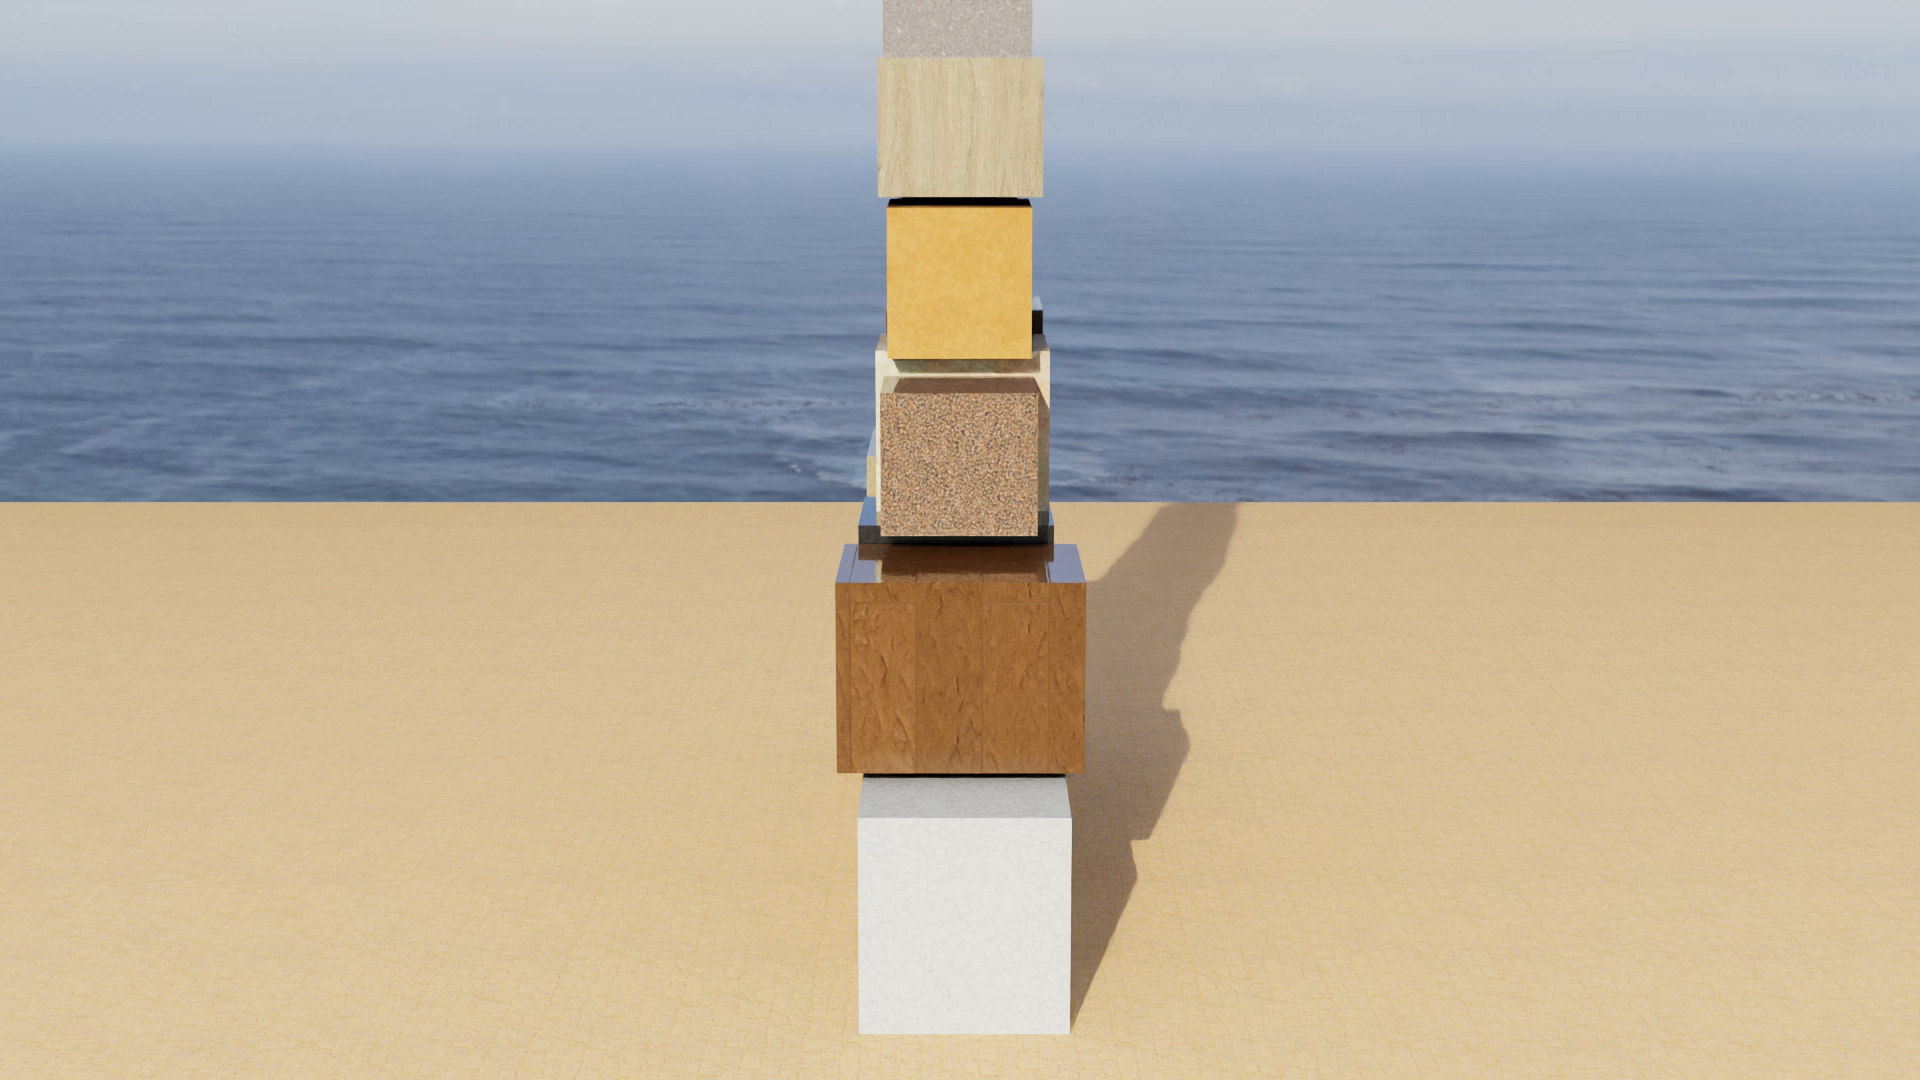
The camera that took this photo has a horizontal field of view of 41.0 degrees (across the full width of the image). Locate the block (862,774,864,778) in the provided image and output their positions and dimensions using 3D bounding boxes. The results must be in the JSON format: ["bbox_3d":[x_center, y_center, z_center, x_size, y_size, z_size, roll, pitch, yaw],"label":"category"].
[{"bbox_3d":[0.000,1.002,11.396,0.836,0.952,0.794,0,10,0],"label":"block"}]

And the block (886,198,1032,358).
[{"bbox_3d":[-0.002,-1.098,10.660,0.586,0.610,0.575,0,12,0],"label":"block"}]

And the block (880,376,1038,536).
[{"bbox_3d":[-0.004,-0.348,10.427,0.622,0.572,0.583,0,10,0],"label":"block"}]

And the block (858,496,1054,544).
[{"bbox_3d":[-0.015,0.241,10.852,0.797,0.741,0.715,0,10,0],"label":"block"}]

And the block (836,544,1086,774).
[{"bbox_3d":[0.003,0.452,10.106,0.944,0.740,0.811,0,10,0],"label":"block"}]

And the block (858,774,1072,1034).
[{"bbox_3d":[0.017,1.356,9.791,0.781,0.828,0.736,0,10,0],"label":"block"}]

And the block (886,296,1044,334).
[{"bbox_3d":[0.020,-0.733,11.709,0.695,0.704,0.623,0,11,0],"label":"block"}]

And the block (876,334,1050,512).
[{"bbox_3d":[0.011,-0.517,11.065,0.724,0.674,0.714,0,10,0],"label":"block"}]

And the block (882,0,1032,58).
[{"bbox_3d":[-0.010,-2.300,10.499,0.600,0.642,0.548,0,10,0],"label":"block"}]

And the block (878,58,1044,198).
[{"bbox_3d":[0.002,-1.710,10.603,0.667,0.554,0.579,0,10,0],"label":"block"}]

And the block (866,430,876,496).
[{"bbox_3d":[-0.019,0.001,12.291,0.817,0.949,0.903,0,10,0],"label":"block"}]
